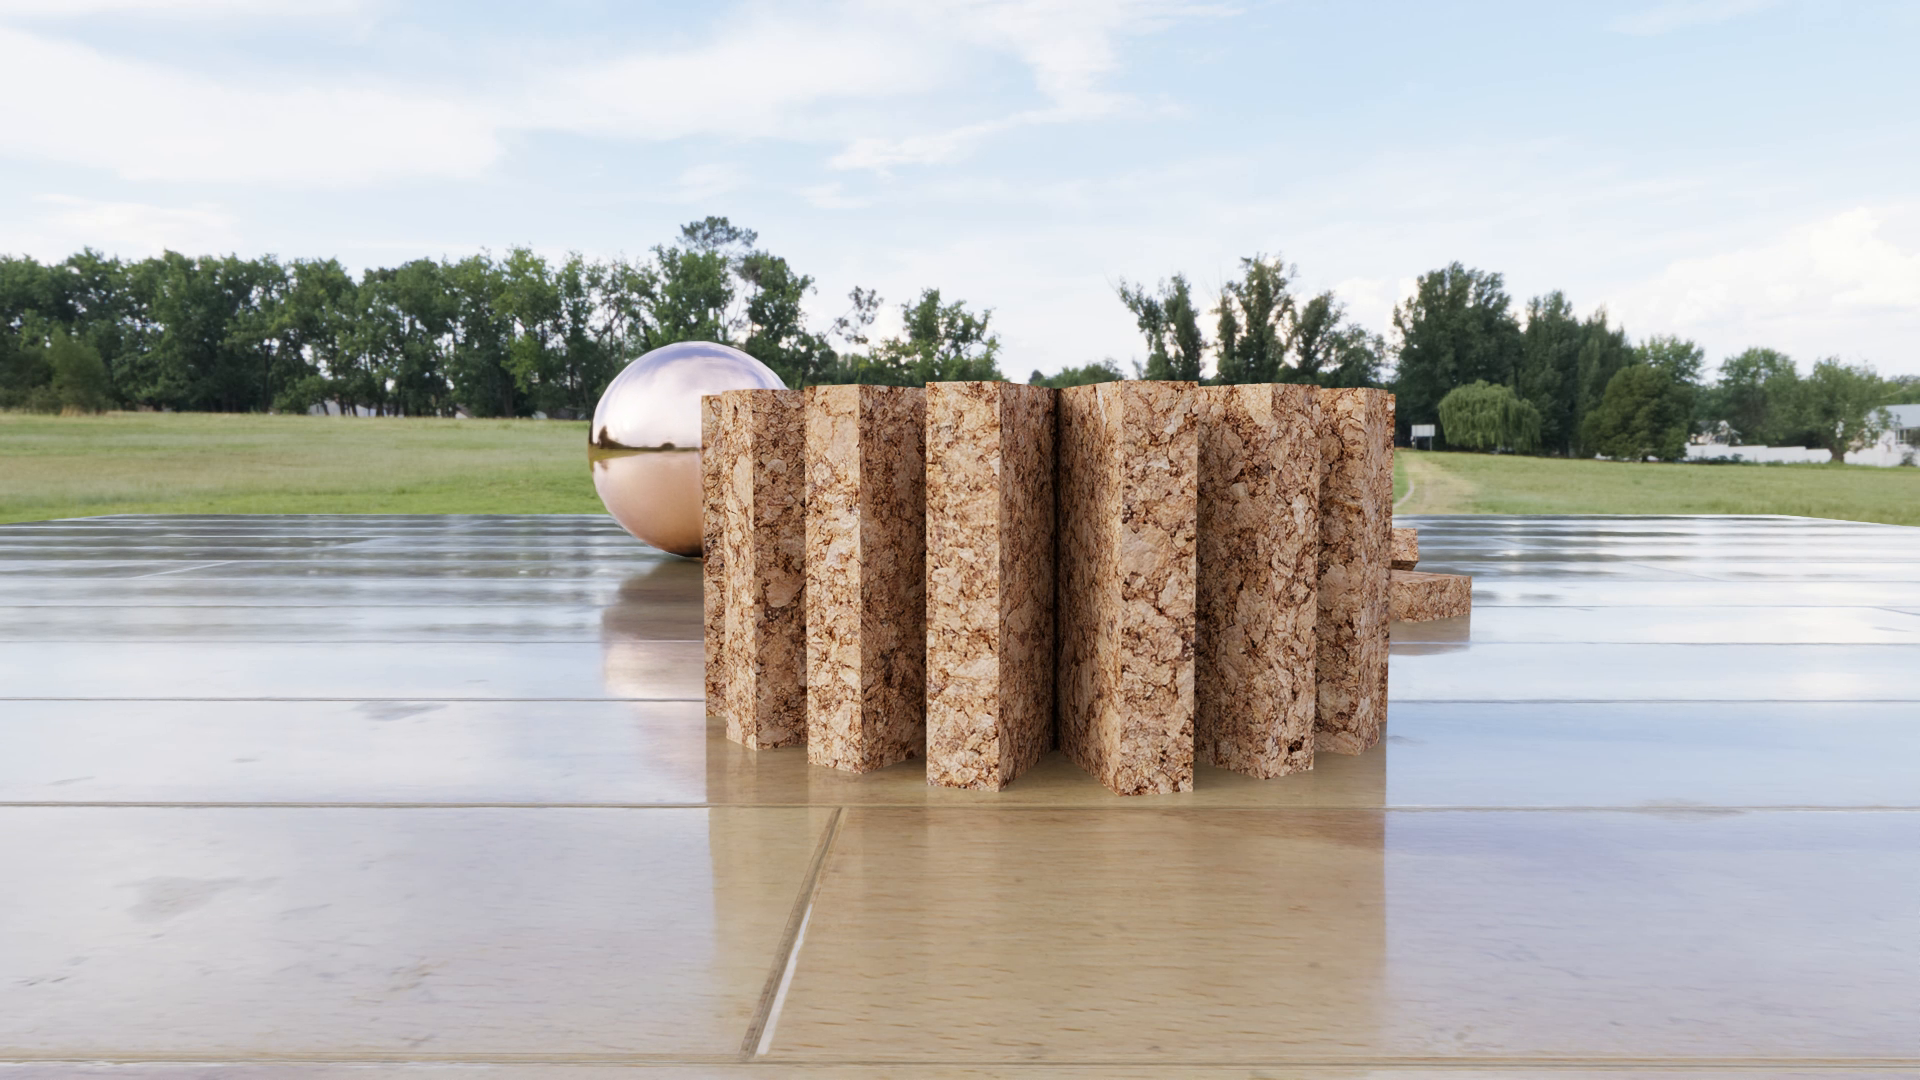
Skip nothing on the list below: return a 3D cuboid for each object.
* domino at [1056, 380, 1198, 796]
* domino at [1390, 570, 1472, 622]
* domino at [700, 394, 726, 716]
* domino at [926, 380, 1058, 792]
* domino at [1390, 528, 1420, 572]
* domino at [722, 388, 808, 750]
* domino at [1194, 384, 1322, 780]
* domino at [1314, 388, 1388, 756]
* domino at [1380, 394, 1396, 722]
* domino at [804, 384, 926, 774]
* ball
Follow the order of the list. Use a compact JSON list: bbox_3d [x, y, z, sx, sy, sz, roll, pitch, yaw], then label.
[{"bbox_3d":[0.021,0.005,0.166,0.009,0.050,0.025,-1,4,-14],"label":"domino"},{"bbox_3d":[0.102,0.013,0.332,0.025,0.010,0.050,-3,5,-38],"label":"domino"},{"bbox_3d":[-0.027,0.002,0.203,0.025,0.050,0.009,0,4,3],"label":"domino"},{"bbox_3d":[0.005,0.005,0.168,0.009,0.050,0.025,2,5,21],"label":"domino"},{"bbox_3d":[0.103,0.005,0.370,0.050,0.009,0.025,0,-20,7],"label":"domino"},{"bbox_3d":[-0.021,0.004,0.187,0.025,0.050,0.009,-3,5,-35],"label":"domino"},{"bbox_3d":[0.035,0.005,0.174,0.010,0.050,0.025,-3,5,-36],"label":"domino"},{"bbox_3d":[0.047,0.004,0.184,0.025,0.050,0.010,3,5,35],"label":"domino"},{"bbox_3d":[0.053,0.003,0.200,0.025,0.050,0.009,0,4,-1],"label":"domino"},{"bbox_3d":[-0.009,0.004,0.177,0.009,0.050,0.025,3,5,37],"label":"domino"},{"bbox_3d":[-0.097,-0.033,0.476,0.080,0.080,0.080,0,4,0],"label":"ball"}]
